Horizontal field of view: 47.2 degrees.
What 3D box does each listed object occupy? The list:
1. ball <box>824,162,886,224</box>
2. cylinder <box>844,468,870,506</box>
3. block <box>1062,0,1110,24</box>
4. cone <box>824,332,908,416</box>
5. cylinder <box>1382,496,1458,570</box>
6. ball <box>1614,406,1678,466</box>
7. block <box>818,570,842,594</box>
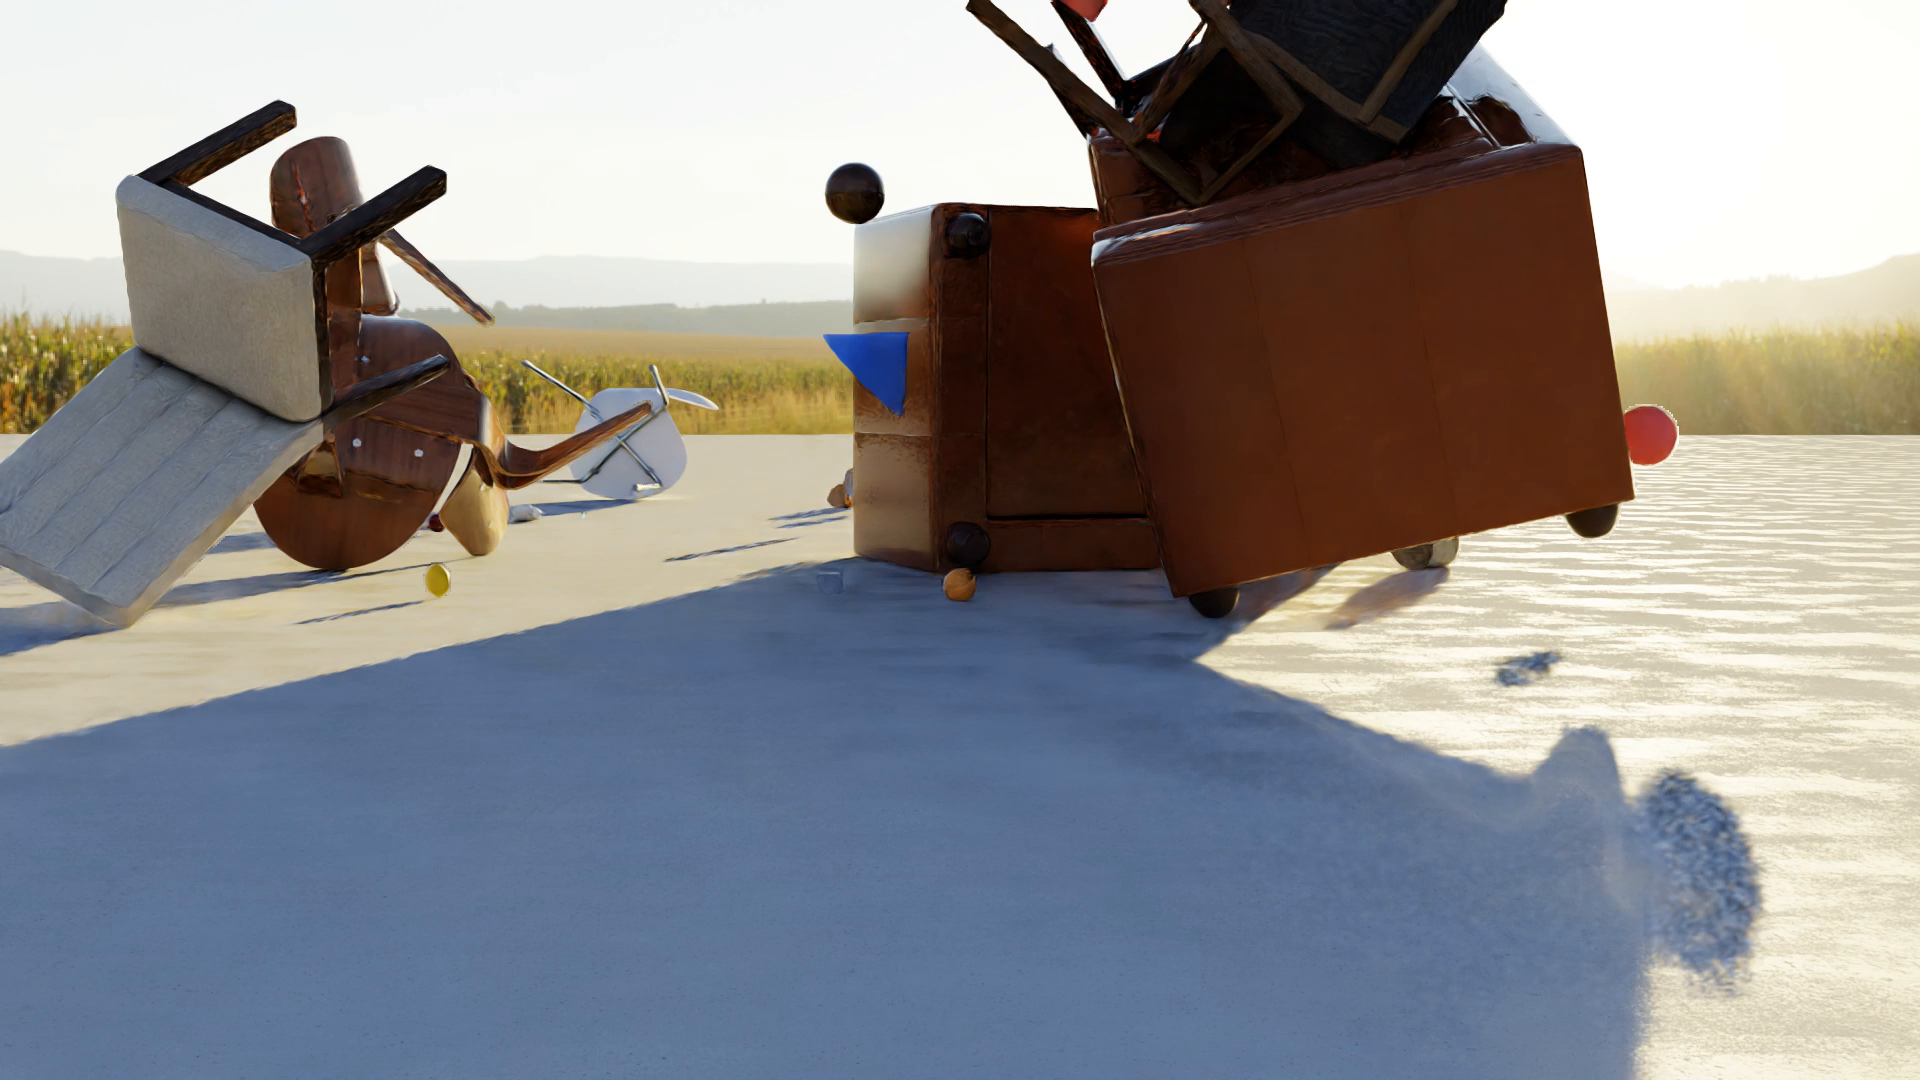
[{"bbox_3d":[-0.254,-0.843,5.340,0.152,0.152,0.152,0,4,0],"label":"ball"},{"bbox_3d":[-0.337,-0.173,7.180,0.059,0.101,0.088,-7,-22,15],"label":"cylinder"},{"bbox_3d":[0.239,-1.254,4.684,0.199,0.176,0.276,32,17,-16],"label":"block"},{"bbox_3d":[-0.165,-0.415,4.901,0.257,0.140,0.193,44,10,-21],"label":"cone"},{"bbox_3d":[1.156,-0.018,5.514,0.122,0.186,0.180,-24,-10,32],"label":"cylinder"},{"bbox_3d":[1.496,-0.228,4.798,0.130,0.130,0.130,0,4,0],"label":"ball"},{"bbox_3d":[-0.288,0.092,4.884,0.049,0.044,0.113,0,4,0],"label":"block"}]
